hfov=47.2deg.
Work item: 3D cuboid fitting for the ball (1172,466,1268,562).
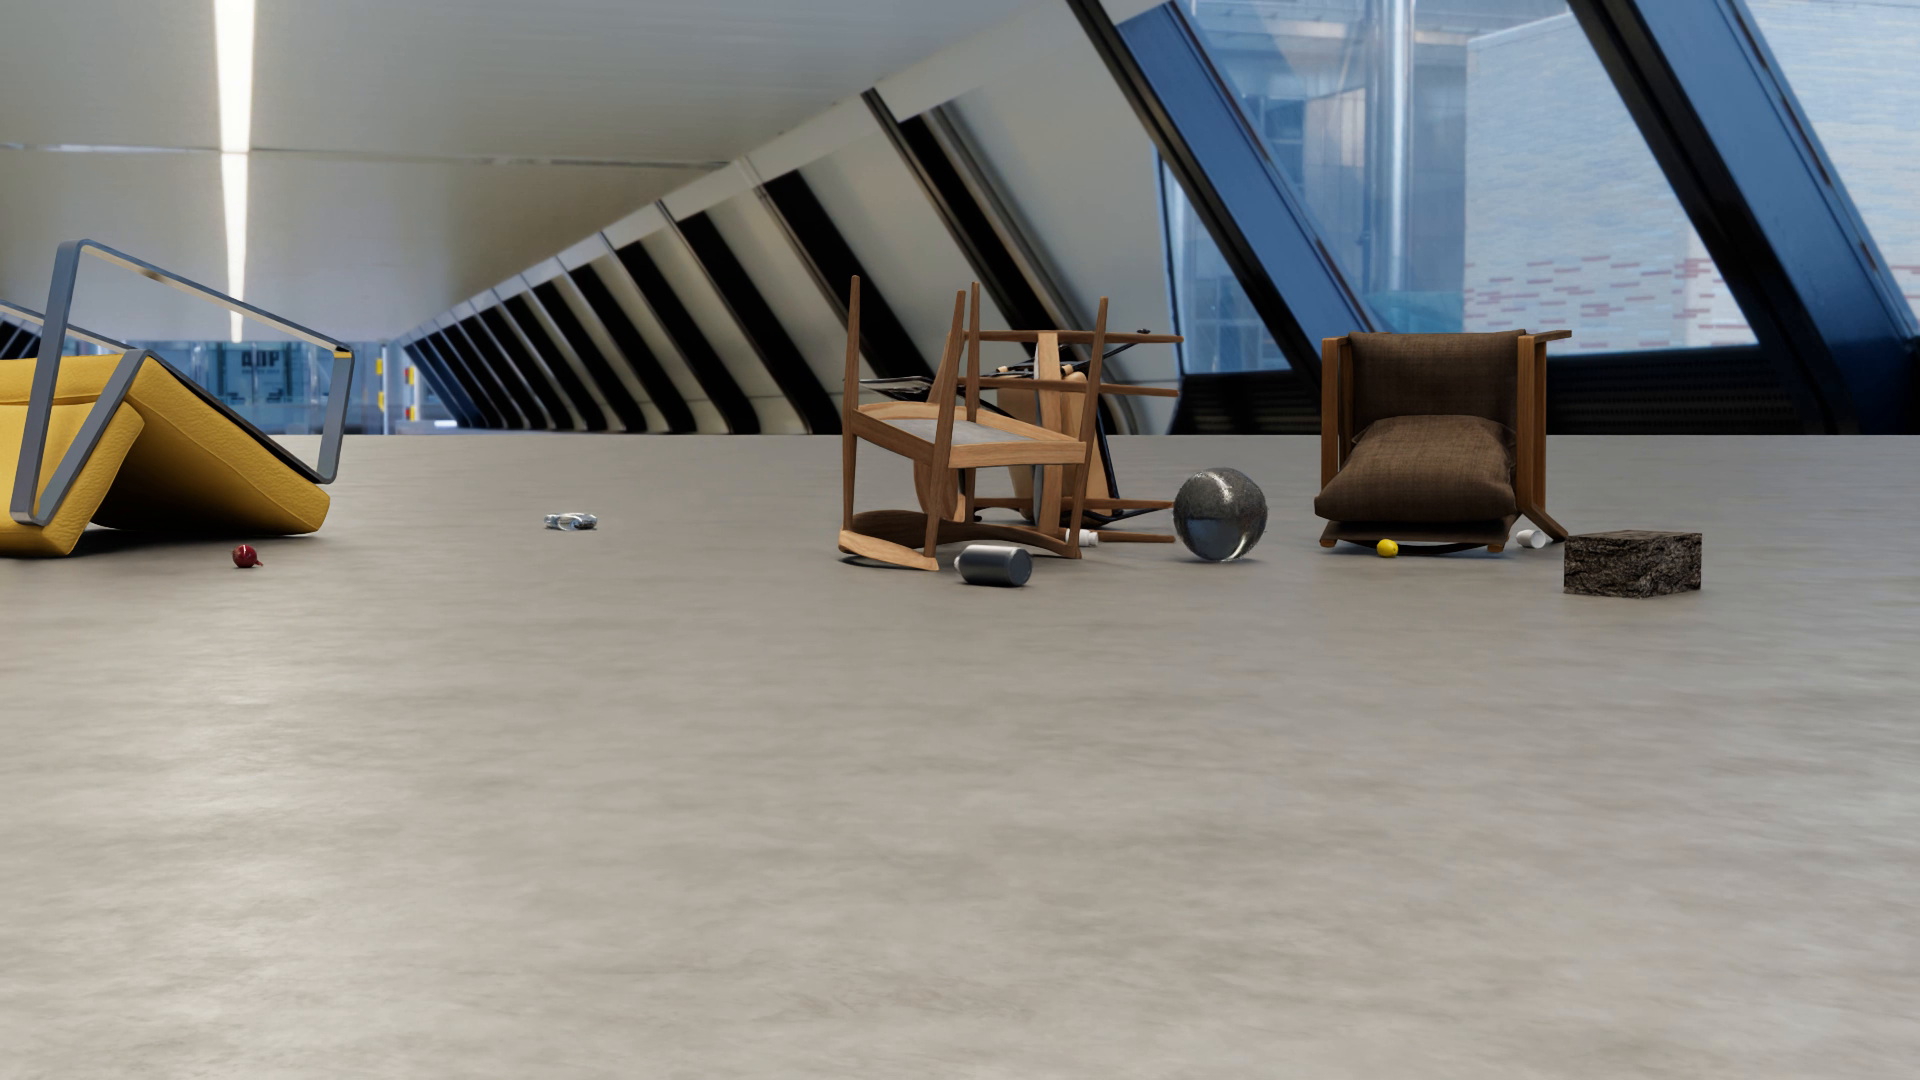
[{"bbox_3d":[0.678,-0.068,5.737,0.246,0.246,0.246,0,4,0],"label":"ball"}]

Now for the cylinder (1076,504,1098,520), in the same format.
[{"bbox_3d":[0.437,-0.097,7.553,0.057,0.056,0.072,8,2,-13],"label":"cylinder"}]

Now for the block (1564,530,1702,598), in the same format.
[{"bbox_3d":[1.493,0.051,4.876,0.177,0.127,0.298,4,5,43],"label":"block"}]

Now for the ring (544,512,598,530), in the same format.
[{"bbox_3d":[-1.254,-0.060,7.076,0.152,0.048,0.257,-4,5,-33],"label":"ring"}]
